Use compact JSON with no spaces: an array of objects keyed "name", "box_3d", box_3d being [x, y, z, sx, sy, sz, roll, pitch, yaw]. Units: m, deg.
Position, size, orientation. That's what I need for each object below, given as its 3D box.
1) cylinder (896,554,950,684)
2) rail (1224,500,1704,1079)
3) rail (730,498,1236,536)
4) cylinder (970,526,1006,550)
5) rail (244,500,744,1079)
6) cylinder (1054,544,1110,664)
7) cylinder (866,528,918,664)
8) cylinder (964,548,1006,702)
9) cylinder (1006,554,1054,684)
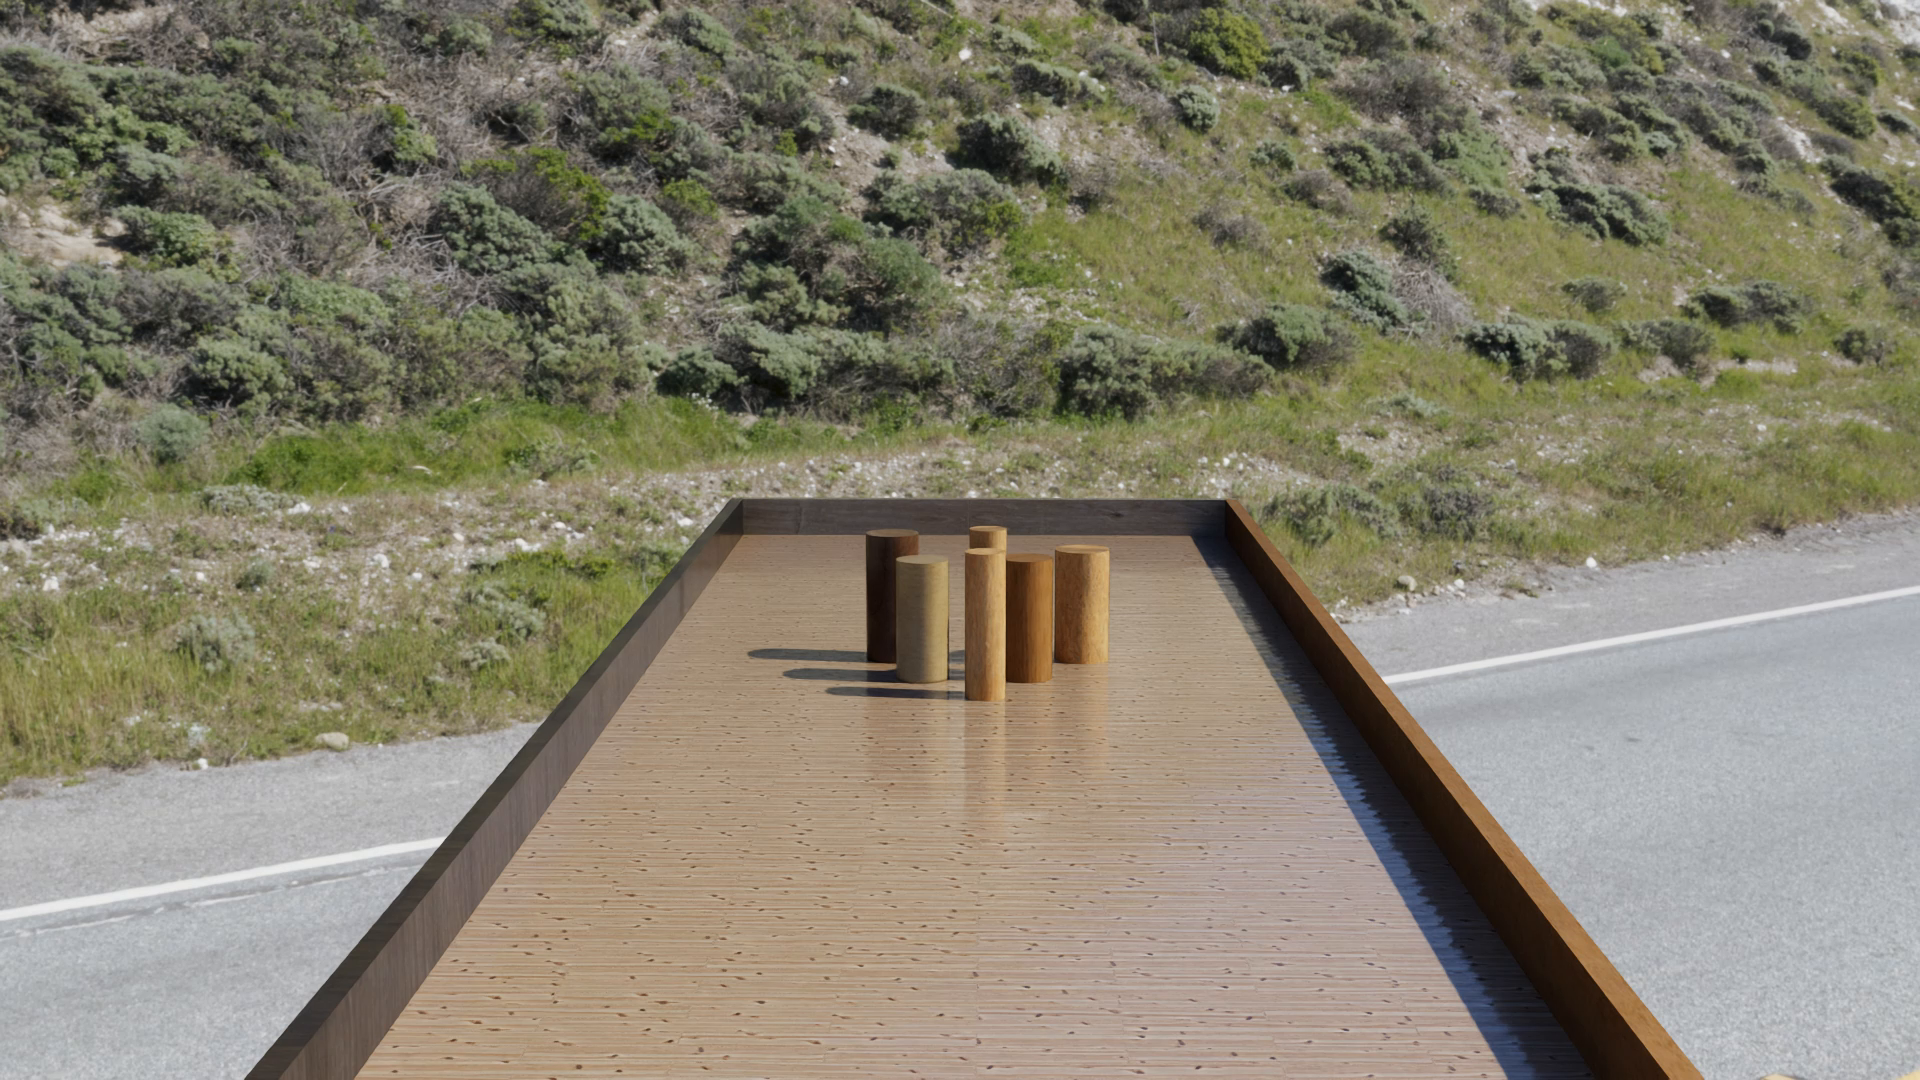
[{"name":"cylinder","box_3d":[-0.109,0.231,6.424,0.155,0.354,0.155,0,9,0]},{"name":"rail","box_3d":[1.046,0.843,3.208,0.050,0.150,12.000,0,9,1]},{"name":"rail","box_3d":[0.099,-0.098,9.147,2.100,0.150,0.050,0,9,1]},{"name":"cylinder","box_3d":[0.085,0.167,6.658,0.113,0.407,0.113,0,9,0]},{"name":"rail","box_3d":[-1.004,0.839,3.234,0.050,0.150,12.000,0,9,1]},{"name":"cylinder","box_3d":[0.371,0.195,6.697,0.166,0.339,0.166,0,9,0]},{"name":"cylinder","box_3d":[-0.206,0.170,6.698,0.161,0.388,0.161,0,9,0]},{"name":"cylinder","box_3d":[0.071,0.237,6.182,0.114,0.416,0.114,0,9,0]},{"name":"cylinder","box_3d":[0.194,0.228,6.431,0.154,0.357,0.154,0,9,0]}]
